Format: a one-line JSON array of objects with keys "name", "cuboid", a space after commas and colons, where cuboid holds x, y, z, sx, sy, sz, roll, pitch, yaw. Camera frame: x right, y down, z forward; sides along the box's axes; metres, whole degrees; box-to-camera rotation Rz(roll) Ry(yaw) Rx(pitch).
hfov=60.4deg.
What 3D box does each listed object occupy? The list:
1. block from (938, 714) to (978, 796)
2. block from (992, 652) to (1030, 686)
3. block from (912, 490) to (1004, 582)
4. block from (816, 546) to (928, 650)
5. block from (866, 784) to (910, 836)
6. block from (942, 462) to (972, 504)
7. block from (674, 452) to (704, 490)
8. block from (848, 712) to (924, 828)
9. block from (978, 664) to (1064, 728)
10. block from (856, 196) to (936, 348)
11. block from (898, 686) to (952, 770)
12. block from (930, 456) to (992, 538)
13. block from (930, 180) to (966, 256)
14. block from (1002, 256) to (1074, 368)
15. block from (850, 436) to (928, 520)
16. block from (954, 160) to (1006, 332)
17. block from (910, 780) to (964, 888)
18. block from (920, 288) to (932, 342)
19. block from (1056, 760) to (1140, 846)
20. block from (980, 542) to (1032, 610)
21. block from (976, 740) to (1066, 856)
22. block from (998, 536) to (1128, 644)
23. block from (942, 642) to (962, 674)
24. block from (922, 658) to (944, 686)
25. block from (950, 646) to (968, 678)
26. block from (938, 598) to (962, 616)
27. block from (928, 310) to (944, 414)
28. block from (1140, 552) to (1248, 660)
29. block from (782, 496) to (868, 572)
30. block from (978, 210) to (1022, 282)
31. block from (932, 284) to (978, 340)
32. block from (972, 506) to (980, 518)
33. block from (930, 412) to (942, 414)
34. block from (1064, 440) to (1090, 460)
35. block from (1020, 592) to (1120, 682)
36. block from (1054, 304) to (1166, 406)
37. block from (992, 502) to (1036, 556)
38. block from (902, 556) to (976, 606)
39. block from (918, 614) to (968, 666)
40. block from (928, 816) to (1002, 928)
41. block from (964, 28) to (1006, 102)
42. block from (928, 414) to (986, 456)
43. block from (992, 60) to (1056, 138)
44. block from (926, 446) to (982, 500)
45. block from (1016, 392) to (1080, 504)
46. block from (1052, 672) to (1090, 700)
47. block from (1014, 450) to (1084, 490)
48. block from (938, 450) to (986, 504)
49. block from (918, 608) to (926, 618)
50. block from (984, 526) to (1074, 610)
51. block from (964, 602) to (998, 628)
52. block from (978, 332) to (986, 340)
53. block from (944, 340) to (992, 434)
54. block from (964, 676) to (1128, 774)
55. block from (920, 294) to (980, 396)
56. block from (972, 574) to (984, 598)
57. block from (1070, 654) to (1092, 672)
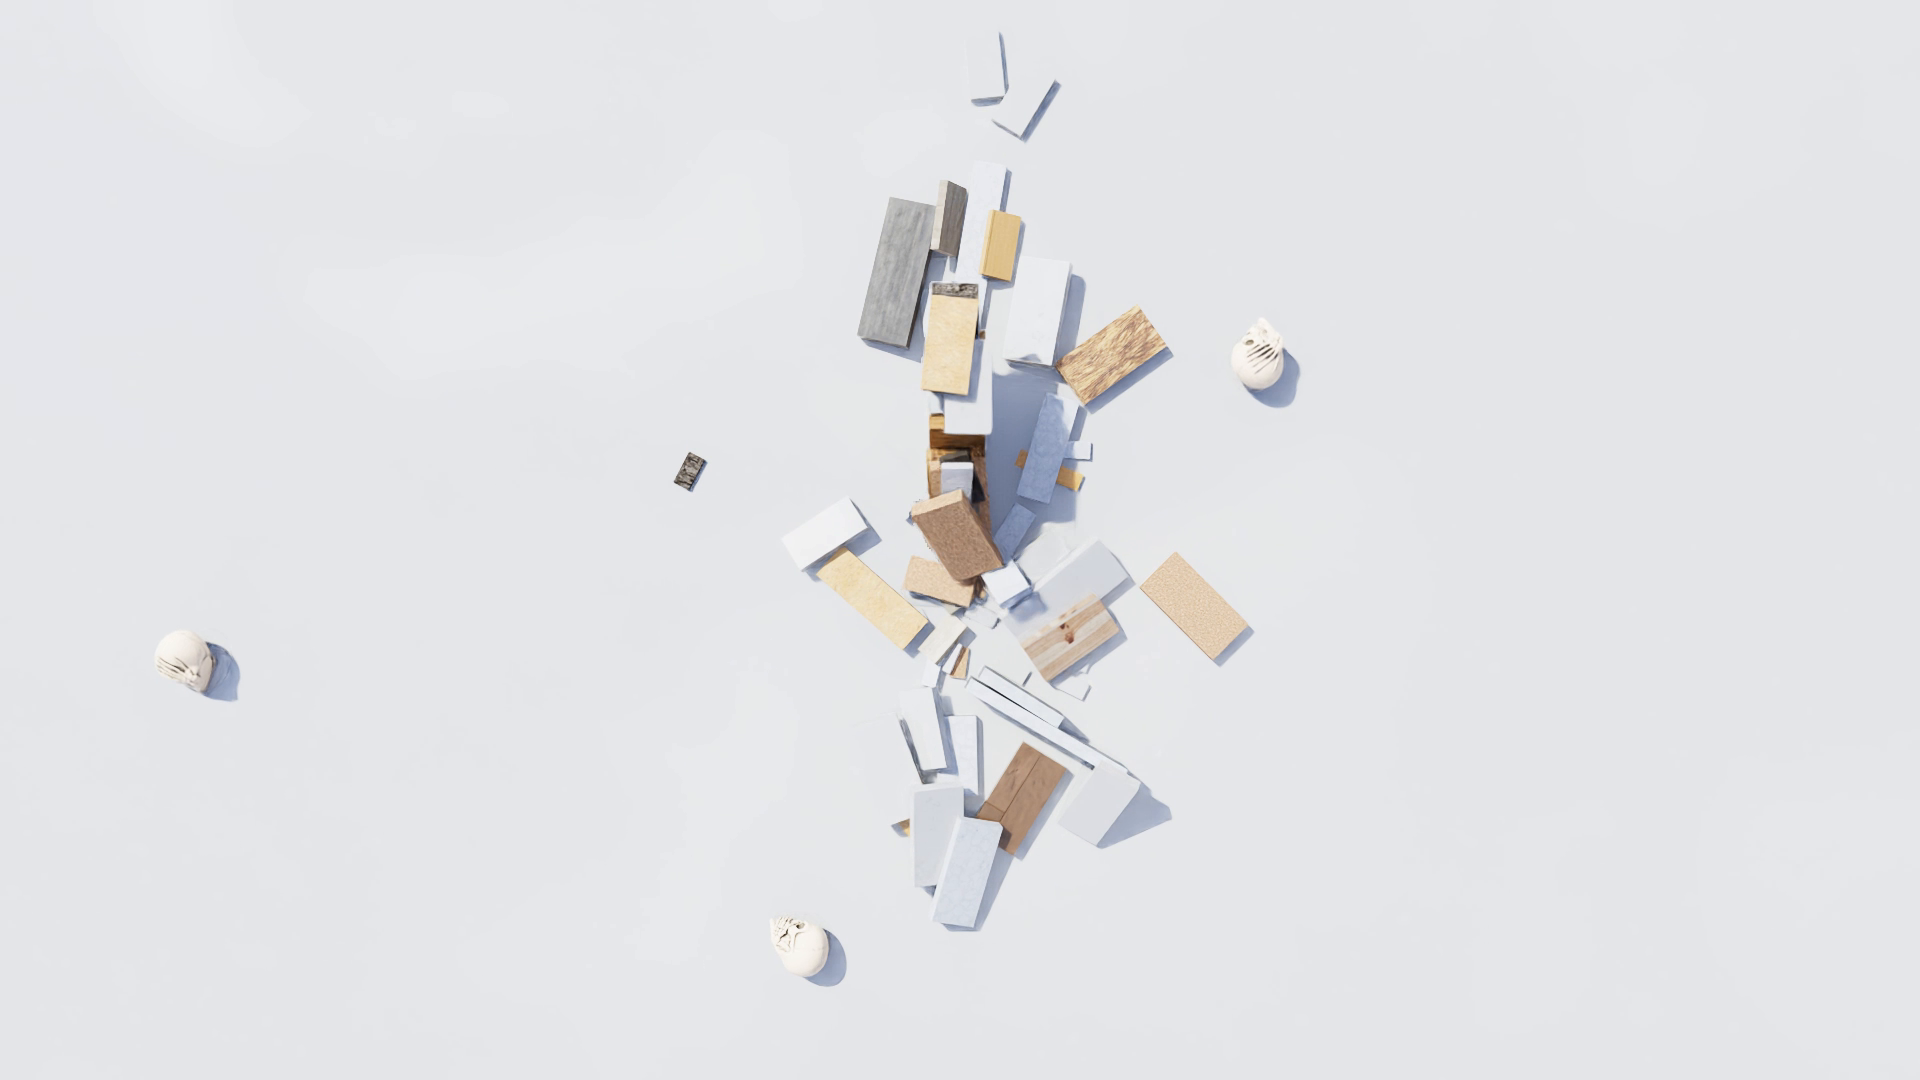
[{"name": "block", "cuboid": [-0.010, 0.717, 5.481, 0.132, 0.037, 0.265, -1, 90, 0]}, {"name": "block", "cuboid": [0.169, 0.430, 5.492, 0.115, 0.016, 0.058, 31, 90, 0]}, {"name": "block", "cuboid": [-0.006, -0.010, 5.288, 0.172, 0.344, 0.049, -18, 45, 14]}, {"name": "block", "cuboid": [-0.290, 0.191, 5.472, 0.380, 0.037, 0.131, 41, 90, 3]}, {"name": "block", "cuboid": [-0.175, 0.871, 5.481, 0.132, 0.037, 0.265, -40, 90, 0]}, {"name": "block", "cuboid": [-0.011, -0.159, 5.202, 0.096, 0.027, 0.193, 0, 131, -2]}, {"name": "block", "cuboid": [-0.902, -0.230, 5.492, 0.058, 0.016, 0.115, 27, 90, 0]}, {"name": "block", "cuboid": [-0.231, 0.756, 5.435, 0.169, 0.048, 0.338, -21, 91, 2]}, {"name": "block", "cuboid": [0.199, 0.513, 5.425, 0.302, 0.151, 0.043, 32, 90, 0]}, {"name": "block", "cuboid": [-0.200, -0.885, 5.459, 0.172, 0.049, 0.472, 13, 90, 11]}, {"name": "block", "cuboid": [-0.115, 0.623, 5.450, 0.132, 0.037, 0.265, -11, 90, 31]}, {"name": "block", "cuboid": [0.006, -0.105, 5.335, 0.177, 0.050, 0.355, -5, 129, 1]}, {"name": "block", "cuboid": [-0.037, -1.060, 5.444, 0.032, 0.114, 0.228, 8, 90, 33]}, {"name": "block", "cuboid": [0.256, -0.755, 5.452, 0.172, 0.049, 0.344, 10, 90, 17]}, {"name": "block", "cuboid": [-0.228, -0.203, 5.481, 0.262, 0.037, 0.131, 45, 90, 0]}, {"name": "block", "cuboid": [0.055, -0.967, 5.485, 0.108, 0.030, 0.576, 9, 90, 0]}, {"name": "block", "cuboid": [-0.076, 0.965, 5.411, 0.169, 0.048, 0.338, -5, 106, -16]}, {"name": "block", "cuboid": [-0.068, -0.727, 5.462, 0.108, 0.030, 0.215, -8, 85, 16]}, {"name": "block", "cuboid": [0.452, 0.860, 5.396, 0.149, 0.042, 0.298, 30, 126, 0]}, {"name": "block", "cuboid": [0.136, 0.116, 5.387, 0.114, 0.032, 0.228, -31, 47, 0]}, {"name": "block", "cuboid": [0.192, 0.856, 5.476, 0.169, 0.048, 0.338, 32, 90, 0]}, {"name": "block", "cuboid": [0.341, 0.184, 5.446, 0.419, 0.048, 0.169, -39, 110, -1]}, {"name": "block", "cuboid": [-0.033, 0.386, 5.479, 0.052, 0.015, 0.104, 25, 95, 23]}, {"name": "block", "cuboid": [-0.091, 0.436, 5.482, 0.052, 0.015, 0.104, 15, 90, 24]}, {"name": "block", "cuboid": [-0.003, 0.407, 5.493, 0.052, 0.015, 0.103, 8, 90, 0]}, {"name": "block", "cuboid": [-0.043, 0.194, 5.478, 0.051, 0.015, 0.103, -36, 80, -12]}, {"name": "block", "cuboid": [-0.021, -0.557, 5.162, 0.158, 0.045, 0.316, 0, 92, 0]}, {"name": "block", "cuboid": [0.776, 0.218, 5.476, 0.169, 0.048, 0.338, -45, 90, 0]}, {"name": "block", "cuboid": [-0.447, -0.019, 5.463, 0.262, 0.037, 0.131, -33, 72, 0]}, {"name": "block", "cuboid": [0.132, -0.975, 5.463, 0.108, 0.030, 0.215, 10, 90, -26]}, {"name": "block", "cuboid": [-0.016, -0.626, 5.117, 0.144, 0.041, 0.333, 1, 92, 0]}, {"name": "block", "cuboid": [0.012, -0.028, 5.348, 0.096, 0.027, 0.193, 1, 129, -3]}, {"name": "block", "cuboid": [-0.016, -0.416, 5.344, 0.158, 0.316, 0.045, -2, 70, 0]}, {"name": "block", "cuboid": [0.376, -0.300, 5.492, 0.115, 0.016, 0.058, 2, 90, 0]}, {"name": "block", "cuboid": [0.363, 0.322, 5.440, 0.298, 0.042, 0.149, -35, 109, -2]}, {"name": "block", "cuboid": [0.498, -0.613, 5.476, 0.338, 0.048, 0.169, -36, 90, 0]}, {"name": "block", "cuboid": [0.177, -0.035, 5.488, 0.082, 0.023, 0.164, 32, 90, 0]}, {"name": "block", "cuboid": [-0.066, 0.136, 5.457, 0.228, 0.032, 0.114, 16, 86, 0]}, {"name": "block", "cuboid": [-0.055, 0.326, 5.472, 0.082, 0.023, 0.164, 40, 90, 26]}, {"name": "block", "cuboid": [0.018, 1.092, 5.425, 0.149, 0.042, 0.359, 12, 100, -20]}, {"name": "block", "cuboid": [0.081, -1.581, 5.484, 0.114, 0.032, 0.228, -6, 90, 0]}, {"name": "block", "cuboid": [-0.008, -0.303, 5.327, 0.177, 0.355, 0.050, -2, 67, 0]}, {"name": "block", "cuboid": [0.212, -1.467, 5.484, 0.114, 0.032, 0.228, 31, 90, 0]}, {"name": "block", "cuboid": [-0.013, -0.142, 5.369, 0.177, 0.050, 0.355, -3, 129, 0]}, {"name": "block", "cuboid": [0.291, -0.303, 5.468, 0.114, 0.032, 0.352, 17, 90, 0]}, {"name": "block", "cuboid": [0.366, 0.481, 5.492, 0.115, 0.016, 0.058, 26, 90, 0]}, {"name": "block", "cuboid": [0.296, -0.233, 5.492, 0.225, 0.016, 0.058, 23, 90, 0]}, {"name": "block", "cuboid": [0.007, -0.193, 5.213, 0.096, 0.027, 0.193, -15, 128, 9]}, {"name": "block", "cuboid": [-0.161, 0.273, 5.493, 0.103, 0.015, 0.051, -28, 90, 0]}, {"name": "block", "cuboid": [0.240, 0.114, 5.463, 0.302, 0.043, 0.151, -43, 102, 0]}, {"name": "block", "cuboid": [0.073, 0.249, 5.487, 0.103, 0.015, 0.051, 27, 105, 0]}, {"name": "block", "cuboid": [0.002, -0.597, 5.341, 0.158, 0.316, 0.045, 0, 76, 0]}, {"name": "block", "cuboid": [0.025, -0.471, 5.080, 0.144, 0.041, 0.289, 0, 92, 0]}, {"name": "block", "cuboid": [0.280, 0.617, 5.424, 0.588, 0.151, 0.043, 30, 89, 0]}, {"name": "block", "cuboid": [-0.031, -0.595, 5.036, 0.144, 0.041, 0.289, 7, 90, 1]}, {"name": "block", "cuboid": [0.038, 0.112, 5.488, 0.082, 0.023, 0.164, -2, 90, 0]}, {"name": "block", "cuboid": [0.373, 0.395, 5.492, 0.115, 0.016, 0.058, 19, 90, 0]}]
